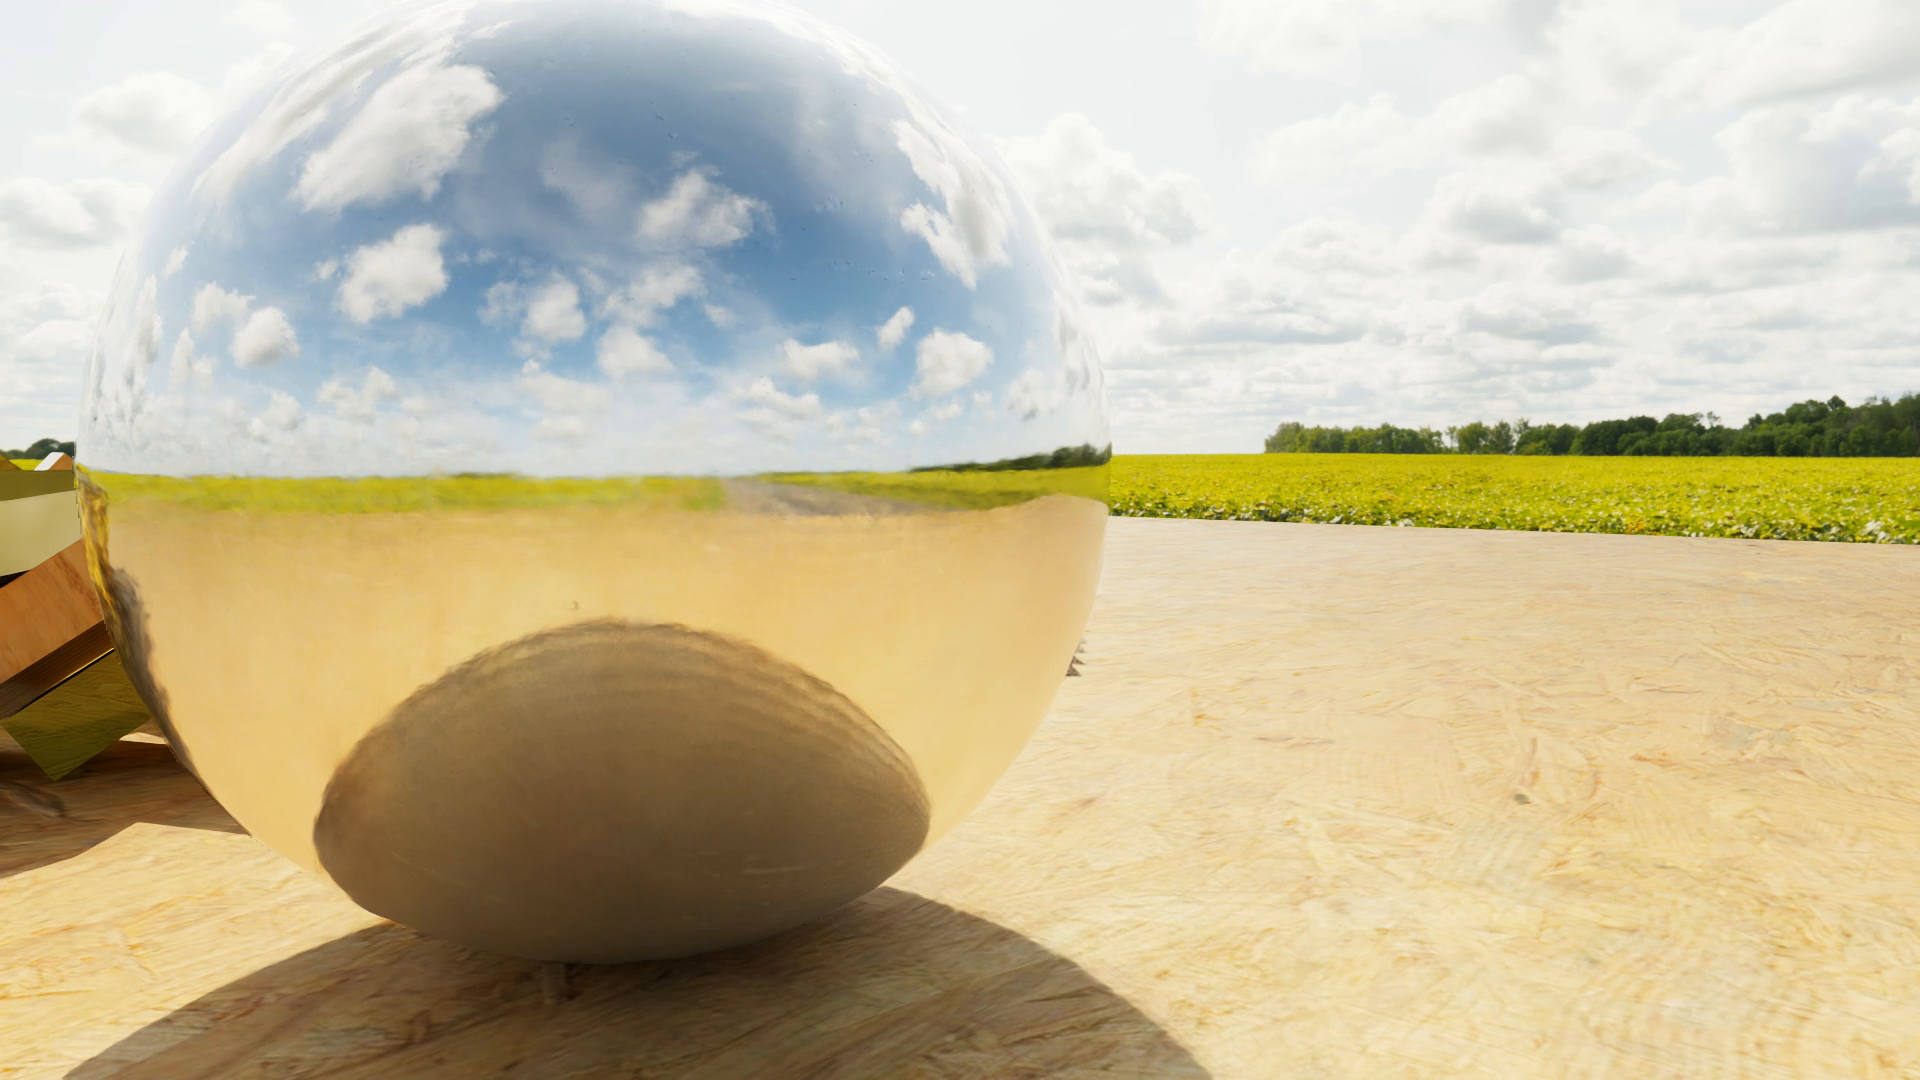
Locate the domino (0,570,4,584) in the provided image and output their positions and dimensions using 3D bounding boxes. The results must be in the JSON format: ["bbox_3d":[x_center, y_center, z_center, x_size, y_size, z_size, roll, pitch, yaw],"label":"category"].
[{"bbox_3d":[-0.192,0.006,0.234,0.025,0.010,0.050,-4,-32,-29],"label":"domino"}]

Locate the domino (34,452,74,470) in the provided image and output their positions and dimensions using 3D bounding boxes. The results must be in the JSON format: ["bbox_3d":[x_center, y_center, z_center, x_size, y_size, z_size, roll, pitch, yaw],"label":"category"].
[{"bbox_3d":[-0.243,-0.006,0.374,0.025,0.010,0.050,5,-35,48],"label":"domino"}]

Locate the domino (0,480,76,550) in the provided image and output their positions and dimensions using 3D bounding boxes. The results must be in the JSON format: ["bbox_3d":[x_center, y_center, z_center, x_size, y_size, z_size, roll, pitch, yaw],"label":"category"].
[{"bbox_3d":[-0.212,0.002,0.309,0.025,0.010,0.050,2,-27,35],"label":"domino"}]

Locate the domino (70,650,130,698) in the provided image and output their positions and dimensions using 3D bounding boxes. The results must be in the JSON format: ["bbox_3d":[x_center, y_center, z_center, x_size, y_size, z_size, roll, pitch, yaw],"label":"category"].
[{"bbox_3d":[-0.129,0.007,0.227,0.050,0.009,0.025,-34,5,1],"label":"domino"}]

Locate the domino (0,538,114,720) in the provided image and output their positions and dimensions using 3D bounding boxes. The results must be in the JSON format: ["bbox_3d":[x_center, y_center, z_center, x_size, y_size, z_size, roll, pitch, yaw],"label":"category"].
[{"bbox_3d":[-0.121,0.012,0.168,0.050,0.009,0.025,-33,7,-3],"label":"domino"}]

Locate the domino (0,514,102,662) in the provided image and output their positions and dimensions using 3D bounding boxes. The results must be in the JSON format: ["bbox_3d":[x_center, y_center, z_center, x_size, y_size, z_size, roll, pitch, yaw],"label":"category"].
[{"bbox_3d":[-0.149,0.008,0.221,0.050,0.009,0.025,-33,-3,19],"label":"domino"}]

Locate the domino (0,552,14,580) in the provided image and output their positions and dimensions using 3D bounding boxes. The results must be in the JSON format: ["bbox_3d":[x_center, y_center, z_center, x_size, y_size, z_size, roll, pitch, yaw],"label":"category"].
[{"bbox_3d":[-0.203,0.005,0.249,0.025,0.009,0.050,-2,-32,-16],"label":"domino"}]

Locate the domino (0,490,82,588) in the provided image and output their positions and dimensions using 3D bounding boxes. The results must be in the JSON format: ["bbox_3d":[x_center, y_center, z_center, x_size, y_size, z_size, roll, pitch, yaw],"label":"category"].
[{"bbox_3d":[-0.137,0.012,0.163,0.050,0.009,0.025,-32,6,7],"label":"domino"}]

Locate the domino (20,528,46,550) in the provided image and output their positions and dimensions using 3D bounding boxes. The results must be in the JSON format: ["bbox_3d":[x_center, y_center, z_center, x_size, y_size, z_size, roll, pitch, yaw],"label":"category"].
[{"bbox_3d":[-0.217,0.004,0.289,0.025,0.009,0.050,2,-27,24],"label":"domino"}]

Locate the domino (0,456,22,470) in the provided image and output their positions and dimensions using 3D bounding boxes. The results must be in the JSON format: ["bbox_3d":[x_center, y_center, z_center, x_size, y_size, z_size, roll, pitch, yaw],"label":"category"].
[{"bbox_3d":[-0.253,-0.004,0.361,0.025,0.010,0.050,4,-35,41],"label":"domino"}]

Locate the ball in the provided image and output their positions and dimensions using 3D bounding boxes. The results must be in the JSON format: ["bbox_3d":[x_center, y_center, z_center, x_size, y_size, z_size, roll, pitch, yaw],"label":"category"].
[{"bbox_3d":[-0.027,-0.006,0.110,0.080,0.080,0.080,0,4,0],"label":"ball"}]

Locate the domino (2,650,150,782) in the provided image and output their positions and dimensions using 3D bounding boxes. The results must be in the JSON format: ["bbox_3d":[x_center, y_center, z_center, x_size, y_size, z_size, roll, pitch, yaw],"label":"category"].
[{"bbox_3d":[-0.102,0.011,0.179,0.050,0.009,0.025,-37,17,-16],"label":"domino"}]

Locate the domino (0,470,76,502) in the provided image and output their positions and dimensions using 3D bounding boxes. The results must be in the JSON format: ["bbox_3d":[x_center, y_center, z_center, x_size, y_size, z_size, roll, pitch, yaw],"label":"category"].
[{"bbox_3d":[-0.173,0.007,0.226,0.025,0.009,0.050,-5,-31,-51],"label":"domino"}]

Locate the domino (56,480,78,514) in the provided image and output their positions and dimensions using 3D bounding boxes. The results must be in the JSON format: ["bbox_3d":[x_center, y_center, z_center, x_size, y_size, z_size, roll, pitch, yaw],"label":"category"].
[{"bbox_3d":[-0.201,0.001,0.328,0.025,0.010,0.050,5,-24,47],"label":"domino"}]

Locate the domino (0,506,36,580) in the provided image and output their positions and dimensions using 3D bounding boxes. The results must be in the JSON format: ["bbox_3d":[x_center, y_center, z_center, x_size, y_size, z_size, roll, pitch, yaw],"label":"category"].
[{"bbox_3d":[-0.208,0.004,0.266,0.025,0.010,0.050,-1,-32,-12],"label":"domino"}]
